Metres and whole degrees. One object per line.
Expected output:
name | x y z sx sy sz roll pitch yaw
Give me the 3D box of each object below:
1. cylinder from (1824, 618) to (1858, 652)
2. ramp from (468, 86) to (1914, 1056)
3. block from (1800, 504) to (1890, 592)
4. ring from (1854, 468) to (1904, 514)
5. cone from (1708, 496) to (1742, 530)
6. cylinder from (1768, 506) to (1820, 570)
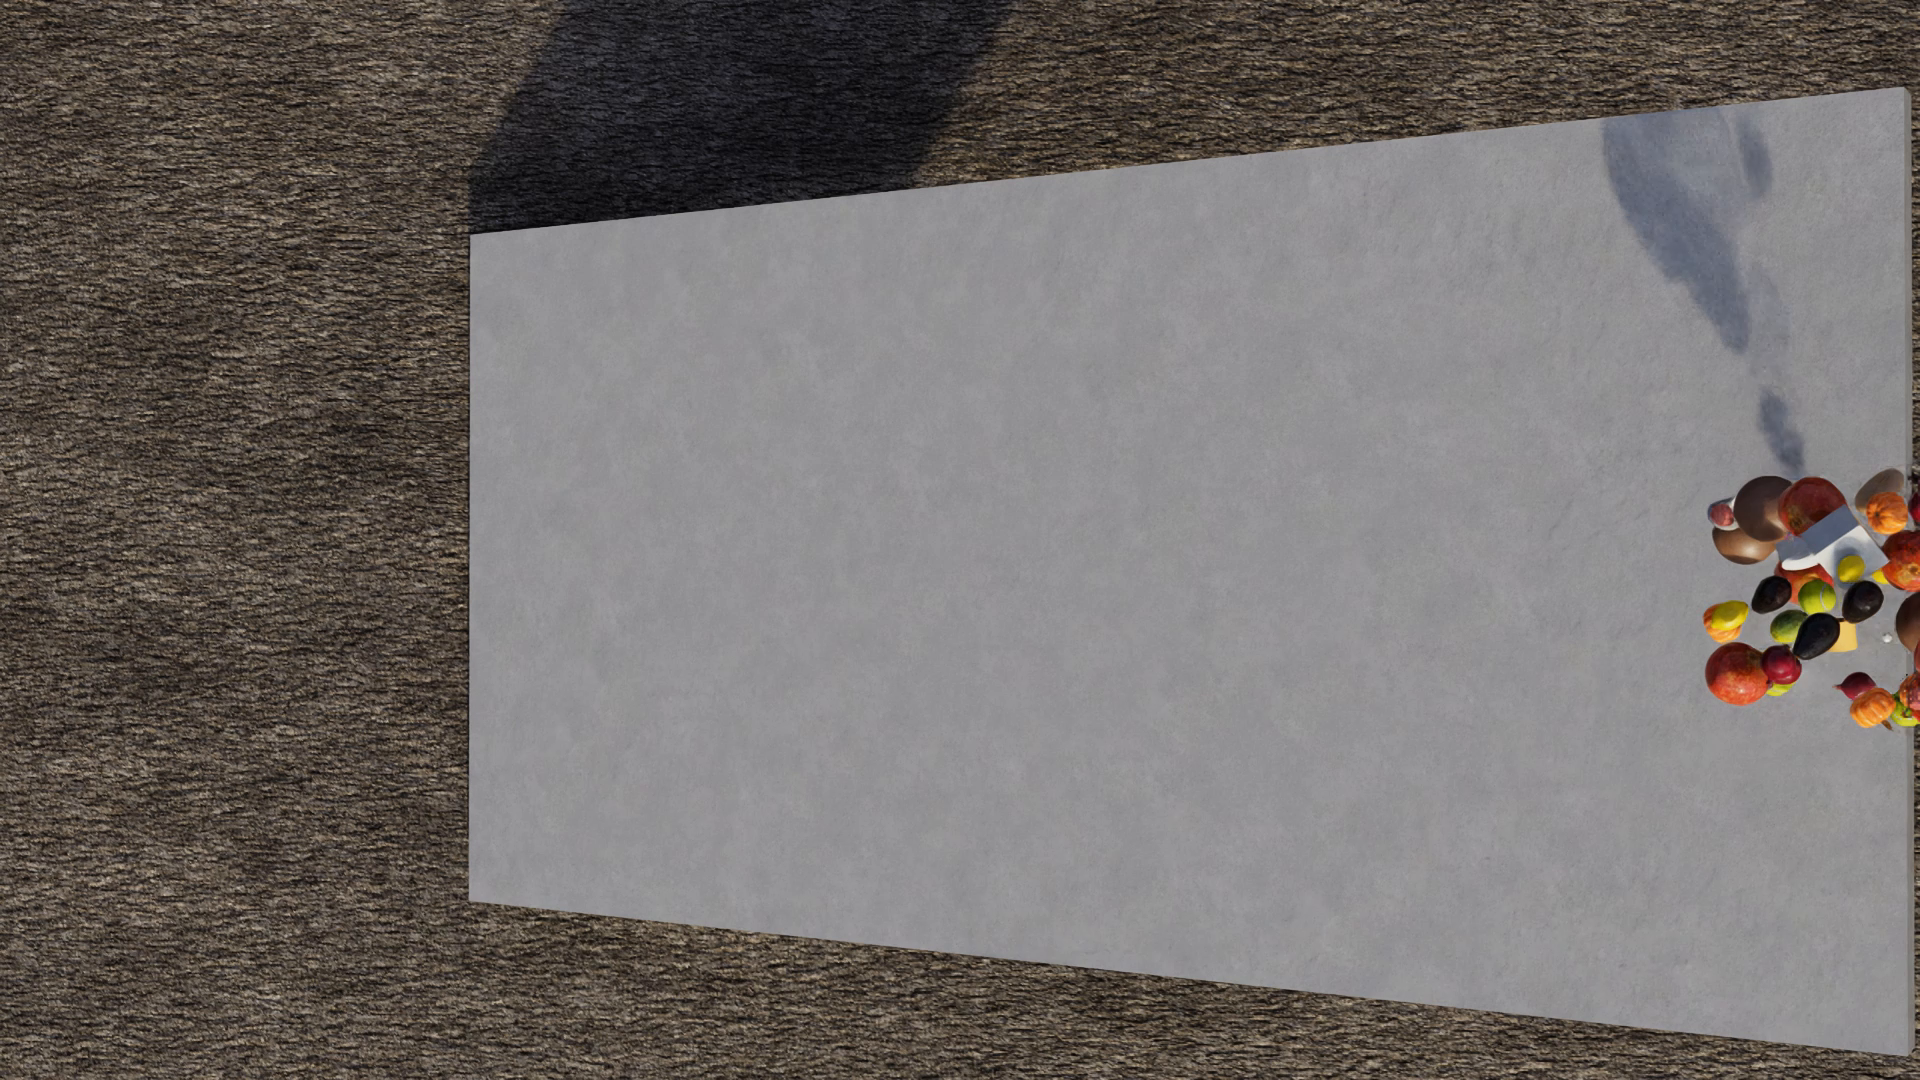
cylinder | 1.544 0.165 3.857 0.052 0.052 0.052 -7 95 0
ramp | 0.265 0.073 5.613 4.000 0.100 2.000 0 89 31
block | 1.546 0.014 3.843 0.092 0.092 0.092 -39 105 20
ring | 1.748 -0.093 4.182 0.035 0.106 0.106 44 90 -2
cone | 1.534 -0.068 4.378 0.071 0.071 0.071 0 58 0
cylinder | 1.654 -0.003 4.336 0.093 0.093 0.093 -8 64 0
